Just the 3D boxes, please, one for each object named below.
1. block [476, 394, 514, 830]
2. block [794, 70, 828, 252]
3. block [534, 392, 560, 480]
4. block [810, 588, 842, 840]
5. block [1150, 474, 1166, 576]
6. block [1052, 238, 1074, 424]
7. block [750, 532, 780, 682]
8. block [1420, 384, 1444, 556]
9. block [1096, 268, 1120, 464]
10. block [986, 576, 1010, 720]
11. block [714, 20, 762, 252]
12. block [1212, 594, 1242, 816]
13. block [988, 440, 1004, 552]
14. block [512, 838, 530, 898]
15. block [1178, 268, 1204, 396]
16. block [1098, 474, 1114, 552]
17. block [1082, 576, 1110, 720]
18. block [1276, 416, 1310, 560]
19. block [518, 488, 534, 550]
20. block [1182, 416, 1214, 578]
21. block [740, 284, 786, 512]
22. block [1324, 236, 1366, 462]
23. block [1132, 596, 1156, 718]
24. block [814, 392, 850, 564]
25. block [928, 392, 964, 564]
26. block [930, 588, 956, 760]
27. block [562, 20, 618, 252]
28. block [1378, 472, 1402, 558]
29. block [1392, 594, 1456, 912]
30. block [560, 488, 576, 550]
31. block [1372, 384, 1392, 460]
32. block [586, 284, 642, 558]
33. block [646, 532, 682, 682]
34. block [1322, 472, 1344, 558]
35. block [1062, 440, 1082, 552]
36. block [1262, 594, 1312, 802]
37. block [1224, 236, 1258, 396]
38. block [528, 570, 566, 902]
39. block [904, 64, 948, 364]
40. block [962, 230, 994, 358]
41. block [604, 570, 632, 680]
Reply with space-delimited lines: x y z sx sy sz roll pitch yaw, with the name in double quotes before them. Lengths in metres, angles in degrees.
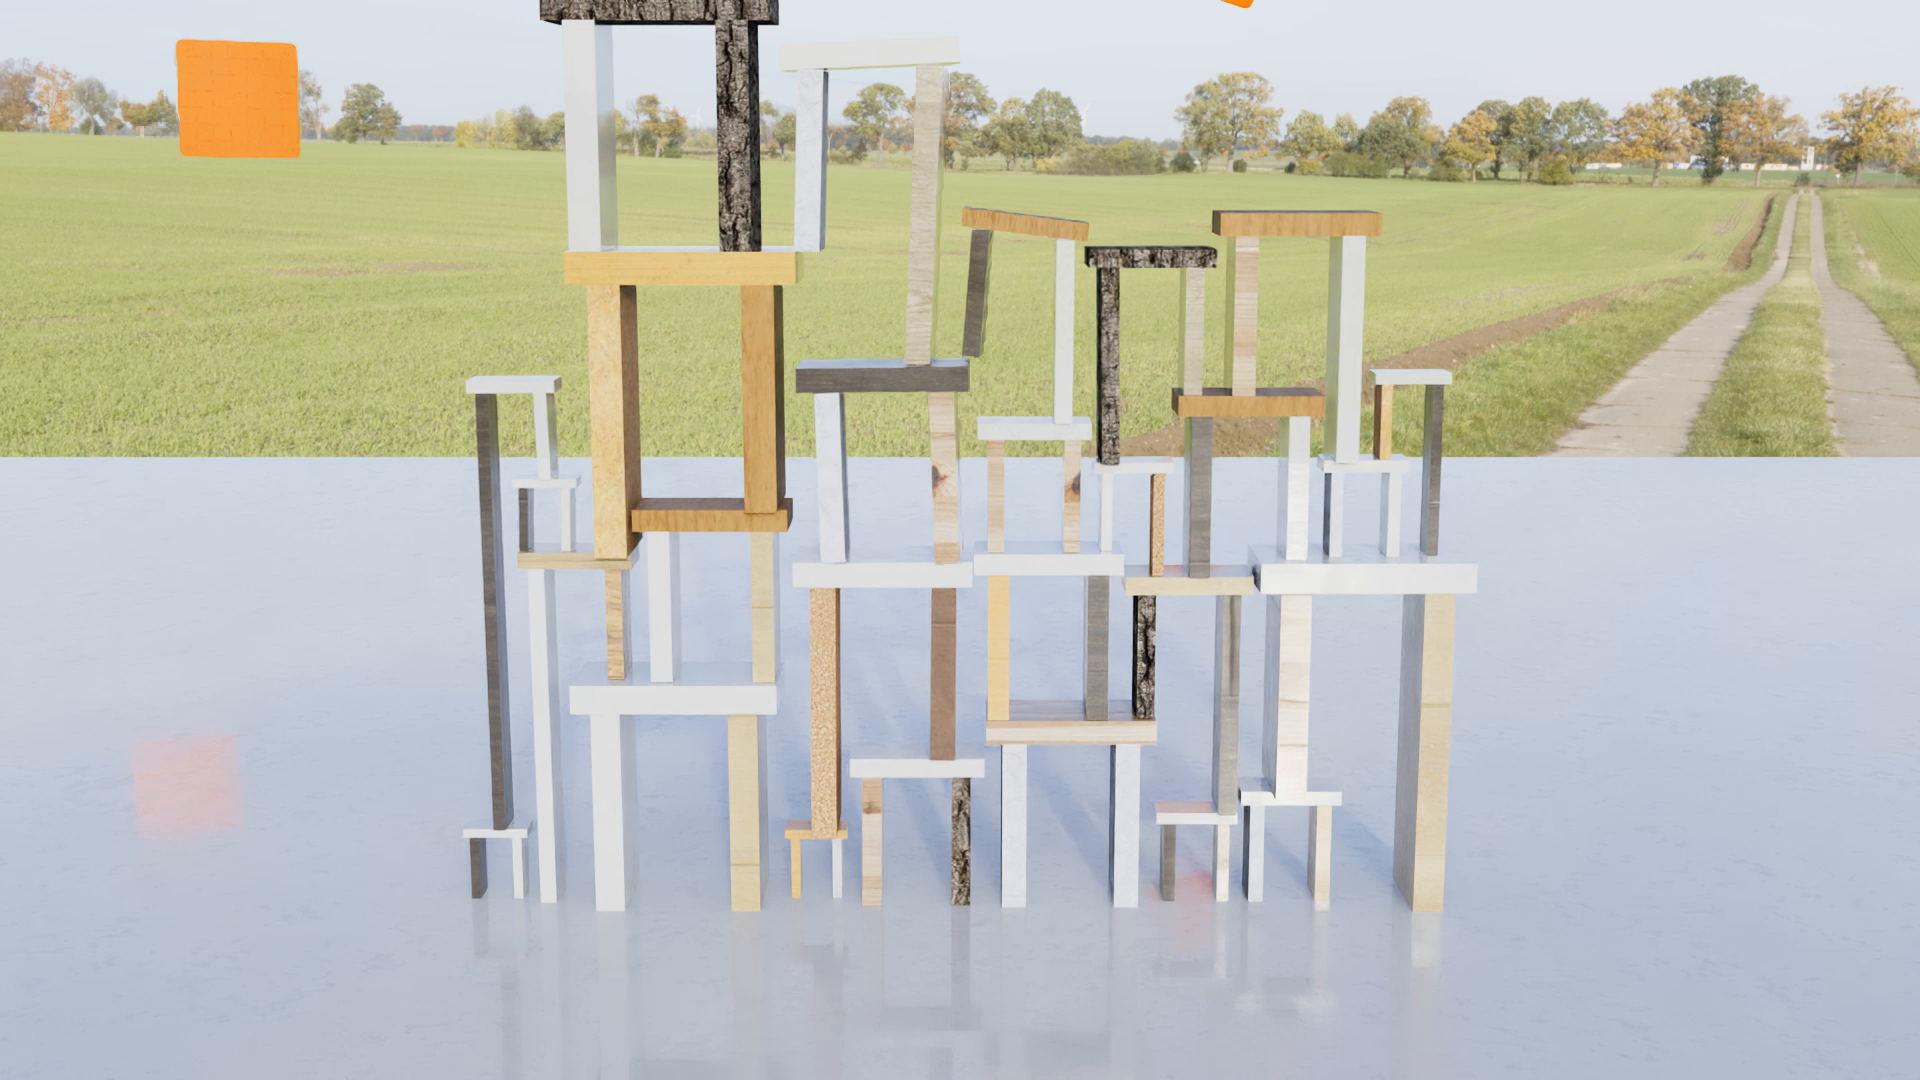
"block" -0.758 0.116 3.584 0.020 0.722 0.070 0 10 0
"block" -0.232 -0.594 3.446 0.039 0.275 0.138 2 11 0
"block" -0.664 -0.171 3.530 0.020 0.139 0.070 -1 10 1
"block" -0.220 0.268 3.613 0.041 0.419 0.143 0 11 0
"block" 0.318 -0.030 3.551 0.018 0.165 0.063 0 11 0
"block" 0.164 -0.334 3.497 0.028 0.288 0.099 0 11 0
"block" -0.315 0.097 3.576 0.035 0.247 0.123 0 11 0
"block" 0.760 -0.116 3.541 0.017 0.278 0.060 0 11 0
"block" 0.235 -0.281 3.499 0.028 0.310 0.100 -1 11 -1
"block" 0.062 0.163 3.588 0.034 0.239 0.120 0 11 0
"block" -0.346 -0.631 3.445 0.049 0.348 0.174 0 11 0
"block" 0.437 0.260 3.610 0.029 0.369 0.103 0 11 0
"block" 0.057 -0.077 3.546 0.026 0.182 0.091 0 11 0
"block" -0.731 0.538 3.661 0.015 0.105 0.053 0 11 0
"block" 0.367 -0.335 3.493 0.028 0.200 0.100 0 11 0
"block" 0.235 -0.049 3.548 0.018 0.126 0.063 0 11 -1
"block" 0.221 0.163 3.588 0.034 0.239 0.120 0 11 0
"block" 0.536 -0.091 3.541 0.033 0.230 0.115 0 11 0
"block" -0.701 -0.038 3.556 0.014 0.102 0.051 2 10 0
"block" 0.382 -0.077 3.543 0.033 0.260 0.115 0 11 0
"block" -0.314 -0.235 3.519 0.051 0.357 0.179 0 11 0
"block" 0.612 -0.308 3.504 0.035 0.355 0.125 0 11 0
"block" 0.300 0.179 3.595 0.029 0.205 0.103 0 11 0
"block" -0.204 -0.109 3.529 0.038 0.271 0.135 -1 11 1
"block" -0.022 -0.109 3.518 0.038 0.271 0.135 -2 10 3
"block" -0.027 0.203 3.598 0.041 0.286 0.143 0 11 0
"block" -0.578 -0.632 3.446 0.049 0.348 0.174 0 11 0
"block" 0.694 -0.046 3.550 0.020 0.138 0.069 0 11 0
"block" 0.762 0.330 3.616 0.048 0.530 0.171 0 11 0
"block" -0.633 -0.038 3.555 0.014 0.102 0.051 1 11 0
"block" 0.678 -0.193 3.526 0.017 0.121 0.060 0 11 0
"block" -0.552 -0.199 3.527 0.051 0.430 0.179 0 11 0
"block" -0.480 0.097 3.576 0.035 0.247 0.123 0 11 0
"block" 0.602 -0.046 3.550 0.020 0.138 0.069 0 11 0
"block" 0.179 -0.077 3.546 0.026 0.182 0.091 0 11 0
"block" 0.534 0.238 3.599 0.048 0.342 0.171 0 10 0
"block" 0.446 -0.360 3.494 0.035 0.249 0.125 0 11 0
"block" -0.679 0.314 3.619 0.026 0.561 0.091 0 10 0
"block" -0.053 -0.511 3.461 0.039 0.457 0.138 3 10 3
"block" 0.029 -0.392 3.489 0.028 0.198 0.099 5 9 4
"block" -0.556 0.128 3.584 0.026 0.183 0.091 0 11 0
